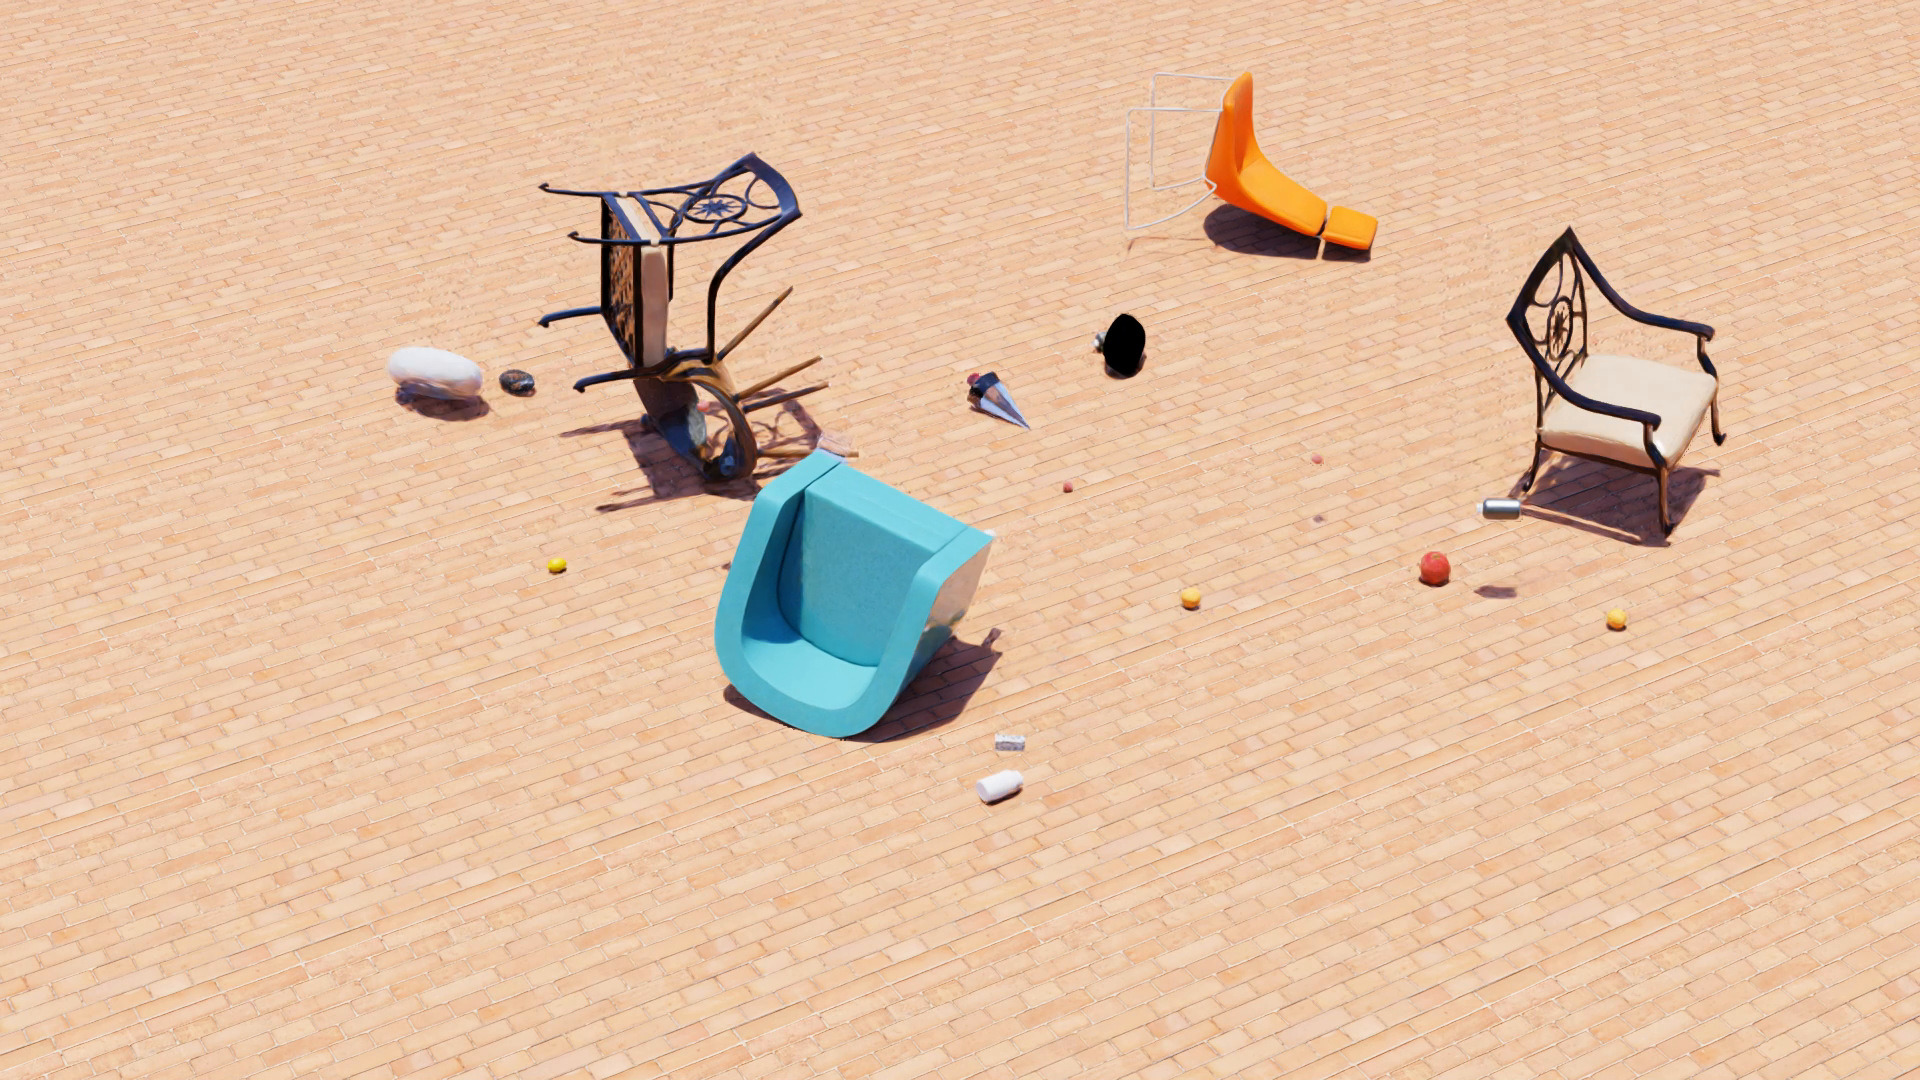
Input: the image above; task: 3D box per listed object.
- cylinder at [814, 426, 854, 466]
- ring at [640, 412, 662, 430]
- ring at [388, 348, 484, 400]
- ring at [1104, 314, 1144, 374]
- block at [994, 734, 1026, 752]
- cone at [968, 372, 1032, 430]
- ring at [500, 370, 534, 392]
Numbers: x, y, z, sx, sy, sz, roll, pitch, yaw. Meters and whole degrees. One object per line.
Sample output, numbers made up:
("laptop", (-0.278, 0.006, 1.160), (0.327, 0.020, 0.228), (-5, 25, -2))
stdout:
("cylinder", (-0.444, -0.332, 10.311), (0.110, 0.089, 0.134), (19, 43, -1))
("ring", (-1.221, -0.470, 11.588), (0.078, 0.043, 0.133), (48, 27, 6))
("ring", (-2.094, -0.665, 11.710), (0.447, 0.296, 0.144), (8, 75, 33))
("ring", (0.673, -0.803, 12.009), (0.134, 0.139, 0.310), (39, 42, -20))
("block", (0.169, 0.684, 9.869), (0.101, 0.041, 0.037), (2, 33, 3))
("cone", (0.188, -0.521, 11.668), (0.162, 0.148, 0.299), (-40, 61, -14))
("ring", (-1.792, -0.642, 11.855), (0.184, 0.050, 0.110), (19, 48, 39))
